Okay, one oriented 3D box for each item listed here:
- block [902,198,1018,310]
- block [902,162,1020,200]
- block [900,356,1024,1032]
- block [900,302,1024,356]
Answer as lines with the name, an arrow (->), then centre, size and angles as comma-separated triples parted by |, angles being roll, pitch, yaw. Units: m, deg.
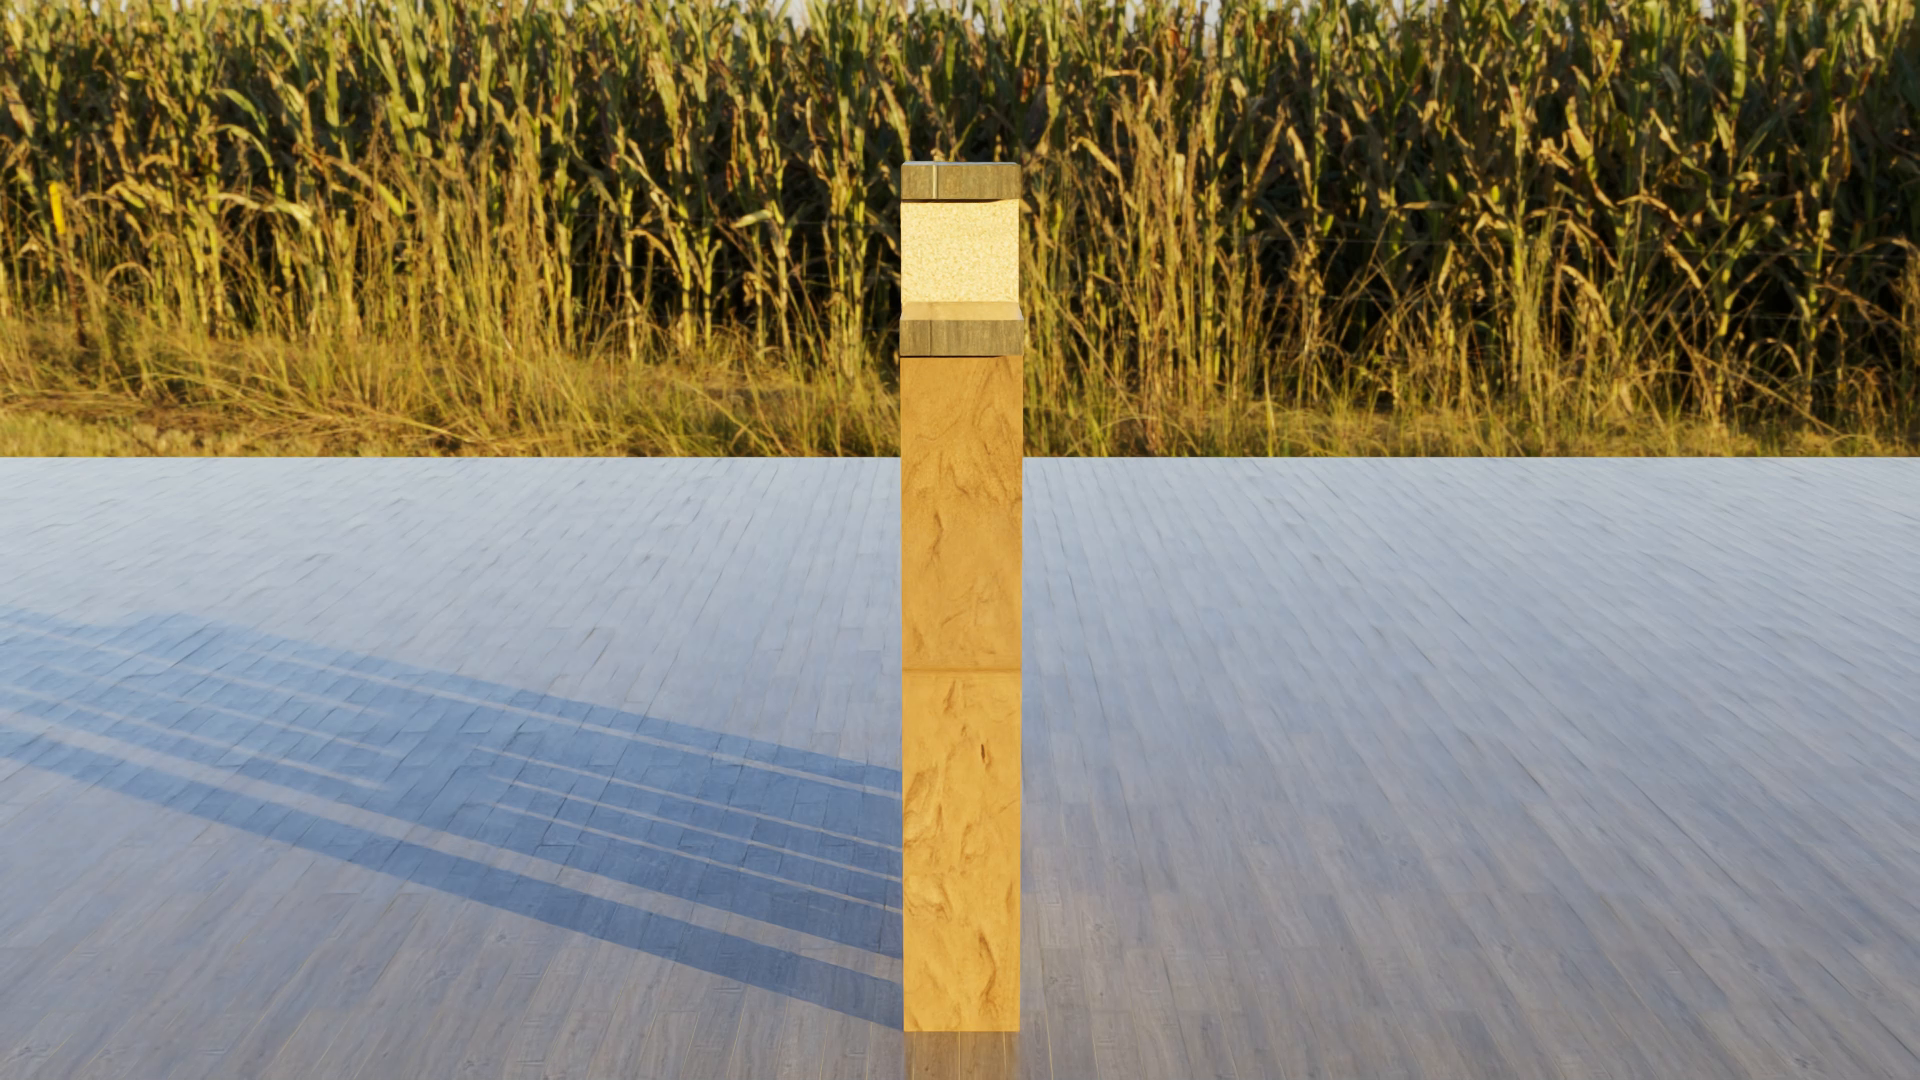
block -> 0.000, -0.249, 3.296 | 0.172, 0.521, 0.049 | 0, 11, 0
block -> 0.000, -0.550, 3.354 | 0.172, 0.049, 0.345 | 0, 10, -1
block -> 0.002, 0.218, 3.043 | 0.164, 0.960, 0.046 | 0, 11, 0
block -> 0.002, -0.296, 3.059 | 0.164, 0.046, 0.328 | 0, 11, 0
